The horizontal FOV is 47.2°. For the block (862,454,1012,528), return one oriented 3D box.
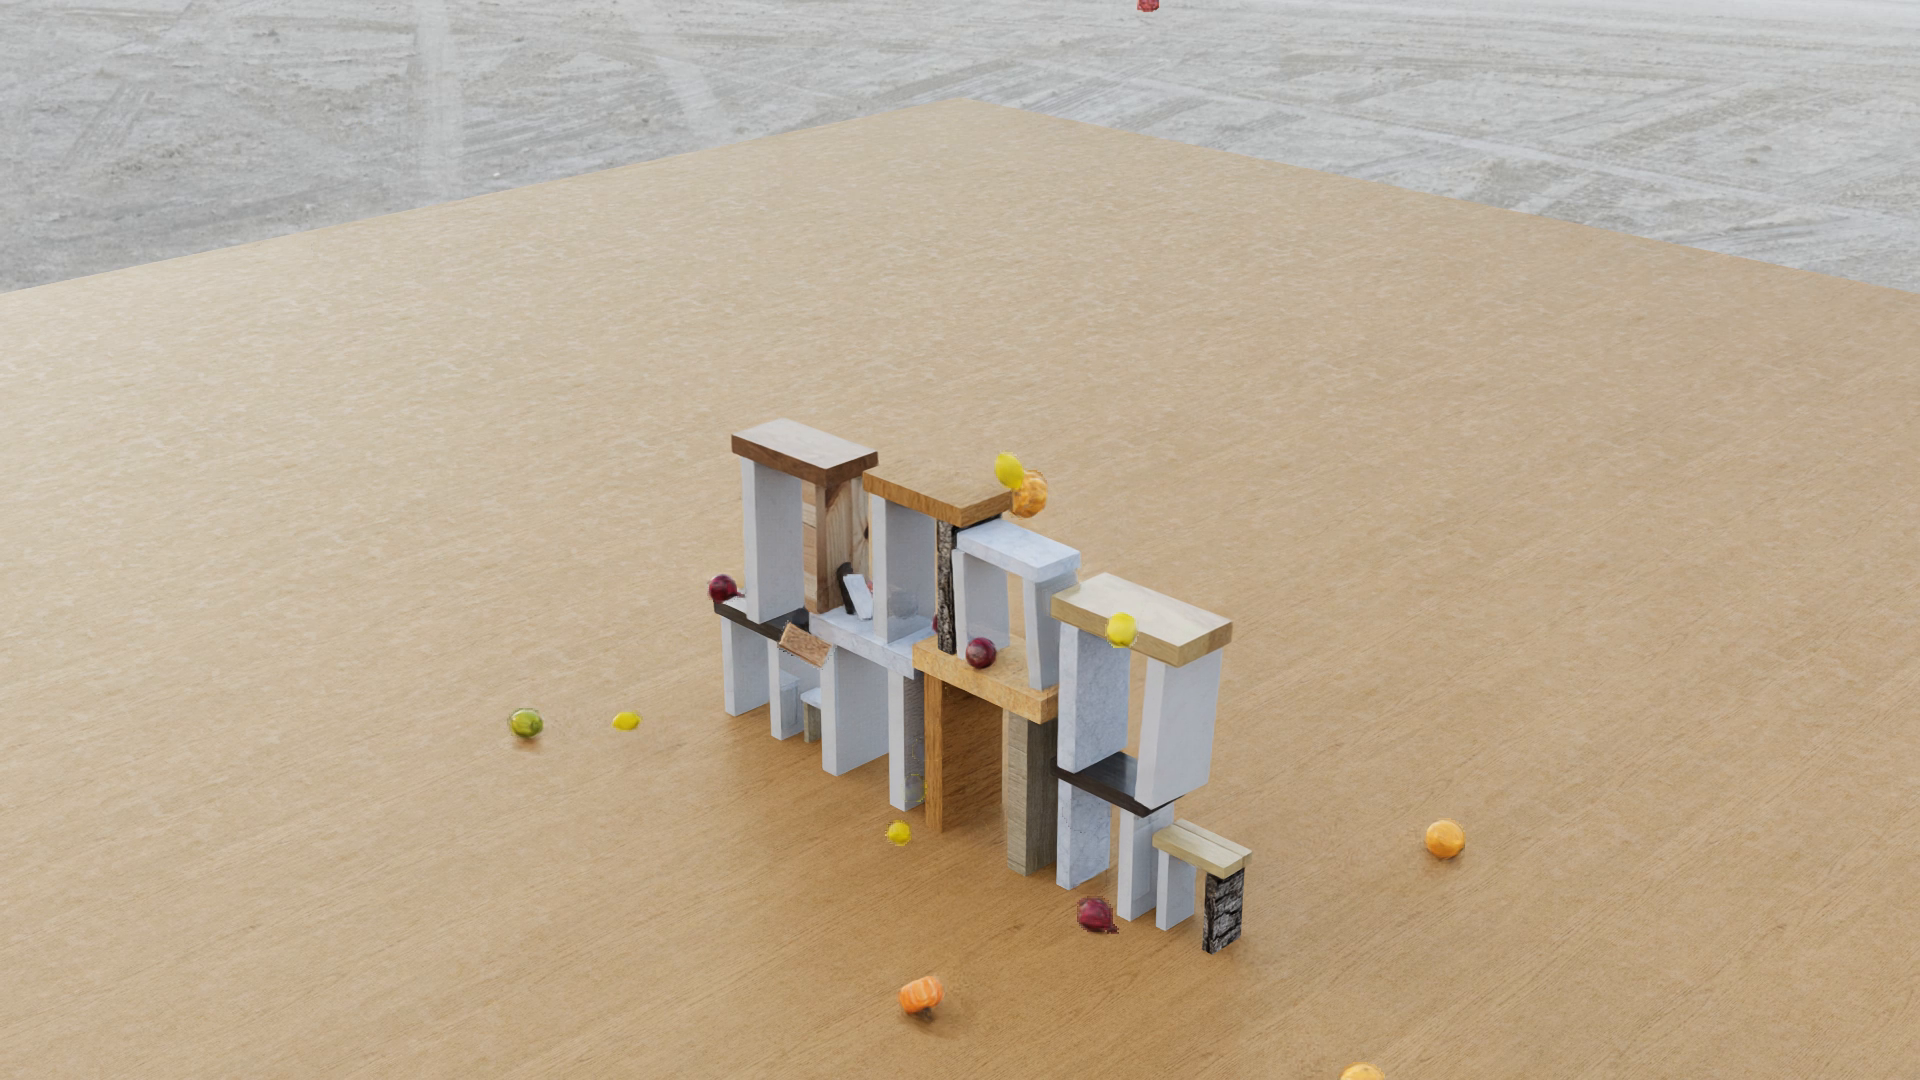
[{"bbox_3d":[-0.045,-0.097,4.239,0.137,0.039,0.274,-21,31,-41],"label":"block"}]

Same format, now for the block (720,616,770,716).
[{"bbox_3d":[-0.466,0.260,4.846,0.033,0.235,0.117,21,31,41],"label":"block"}]

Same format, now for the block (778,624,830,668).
[{"bbox_3d":[-0.310,0.210,4.390,0.097,0.049,0.014,30,-25,-19],"label":"block"}]

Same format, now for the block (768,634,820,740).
[{"bbox_3d":[-0.355,0.304,4.745,0.033,0.235,0.117,21,31,41],"label":"block"}]

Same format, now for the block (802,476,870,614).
[{"bbox_3d":[-0.253,-0.004,4.499,0.041,0.287,0.144,22,31,40],"label":"block"}]

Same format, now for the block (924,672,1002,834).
[{"bbox_3d":[0.008,0.398,4.386,0.048,0.342,0.171,21,31,41],"label":"block"}]

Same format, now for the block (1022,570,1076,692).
[{"bbox_3d":[0.172,0.159,4.101,0.111,0.221,0.031,-21,25,-40],"label":"block"}]

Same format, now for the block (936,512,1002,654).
[{"bbox_3d":[0.019,0.072,4.241,0.137,0.274,0.039,-21,30,-40],"label":"block"}]

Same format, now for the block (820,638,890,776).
[{"bbox_3d":[-0.219,0.325,4.599,0.044,0.309,0.154,21,31,41],"label":"block"}]

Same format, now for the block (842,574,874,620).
[{"bbox_3d":[-0.200,0.116,4.466,0.014,0.097,0.049,-33,-17,31],"label":"block"}]

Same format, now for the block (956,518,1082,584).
[{"bbox_3d":[0.108,0.019,4.105,0.111,0.031,0.221,-19,30,-38],"label":"block"}]

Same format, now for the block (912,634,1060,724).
[{"bbox_3d":[0.089,0.249,4.235,0.342,0.048,0.171,21,31,41],"label":"block"}]

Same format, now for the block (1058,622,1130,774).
[{"bbox_3d":[0.249,0.269,4.070,0.042,0.299,0.149,21,31,40],"label":"block"}]

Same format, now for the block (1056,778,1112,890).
[{"bbox_3d":[0.237,0.541,4.191,0.033,0.230,0.115,21,31,41],"label":"block"}]

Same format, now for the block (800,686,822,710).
[{"bbox_3d":[-0.290,0.342,4.690,0.096,0.014,0.048,21,31,41],"label":"block"}]

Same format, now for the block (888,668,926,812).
[{"bbox_3d":[-0.073,0.382,4.465,0.044,0.309,0.154,21,31,41],"label":"block"}]

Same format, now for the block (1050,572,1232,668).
[{"bbox_3d":[0.323,0.141,3.935,0.299,0.042,0.149,21,31,40],"label":"block"}]

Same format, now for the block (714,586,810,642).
[{"bbox_3d":[-0.411,0.159,4.743,0.235,0.033,0.117,21,31,41],"label":"block"}]

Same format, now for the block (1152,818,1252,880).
[{"bbox_3d":[0.439,0.559,3.988,0.166,0.023,0.083,21,31,40],"label":"block"}]

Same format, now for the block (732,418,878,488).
[{"bbox_3d":[-0.319,-0.180,4.496,0.287,0.041,0.144,21,31,40],"label":"block"}]

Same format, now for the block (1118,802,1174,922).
[{"bbox_3d":[0.346,0.583,4.091,0.033,0.230,0.115,21,31,41],"label":"block"}]

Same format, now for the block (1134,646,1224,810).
[{"bbox_3d":[0.393,0.324,3.944,0.149,0.299,0.042,-19,33,-37],"label":"block"}]

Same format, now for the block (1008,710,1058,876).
[{"bbox_3d":[0.169,0.461,4.237,0.048,0.342,0.171,21,31,41],"label":"block"}]

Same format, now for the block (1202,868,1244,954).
[{"bbox_3d":[0.479,0.661,3.990,0.023,0.166,0.083,21,31,41],"label":"block"}]

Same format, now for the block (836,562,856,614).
[{"bbox_3d":[-0.227,0.099,4.499,0.014,0.097,0.049,-6,21,23],"label":"block"}]

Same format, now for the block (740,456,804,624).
[{"bbox_3d":[-0.388,-0.017,4.639,0.041,0.371,0.144,22,31,40],"label":"block"}]

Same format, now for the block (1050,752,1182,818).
[{"bbox_3d":[0.291,0.441,4.089,0.230,0.033,0.115,21,31,41],"label":"block"}]

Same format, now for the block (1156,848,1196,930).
[{"bbox_3d":[0.400,0.631,4.062,0.023,0.166,0.083,21,31,41],"label":"block"}]

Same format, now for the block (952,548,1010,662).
[{"bbox_3d":[0.041,0.112,4.213,0.111,0.221,0.031,-20,26,-38],"label":"block"}]

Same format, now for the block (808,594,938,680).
[{"bbox_3d":[-0.146,0.191,4.464,0.309,0.044,0.154,21,31,41],"label":"block"}]

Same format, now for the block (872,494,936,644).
[{"bbox_3d":[-0.111,0.039,4.367,0.039,0.312,0.137,21,31,40],"label":"block"}]

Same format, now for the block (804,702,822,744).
[{"bbox_3d":[-0.313,0.384,4.732,0.014,0.096,0.048,21,31,41],"label":"block"}]
